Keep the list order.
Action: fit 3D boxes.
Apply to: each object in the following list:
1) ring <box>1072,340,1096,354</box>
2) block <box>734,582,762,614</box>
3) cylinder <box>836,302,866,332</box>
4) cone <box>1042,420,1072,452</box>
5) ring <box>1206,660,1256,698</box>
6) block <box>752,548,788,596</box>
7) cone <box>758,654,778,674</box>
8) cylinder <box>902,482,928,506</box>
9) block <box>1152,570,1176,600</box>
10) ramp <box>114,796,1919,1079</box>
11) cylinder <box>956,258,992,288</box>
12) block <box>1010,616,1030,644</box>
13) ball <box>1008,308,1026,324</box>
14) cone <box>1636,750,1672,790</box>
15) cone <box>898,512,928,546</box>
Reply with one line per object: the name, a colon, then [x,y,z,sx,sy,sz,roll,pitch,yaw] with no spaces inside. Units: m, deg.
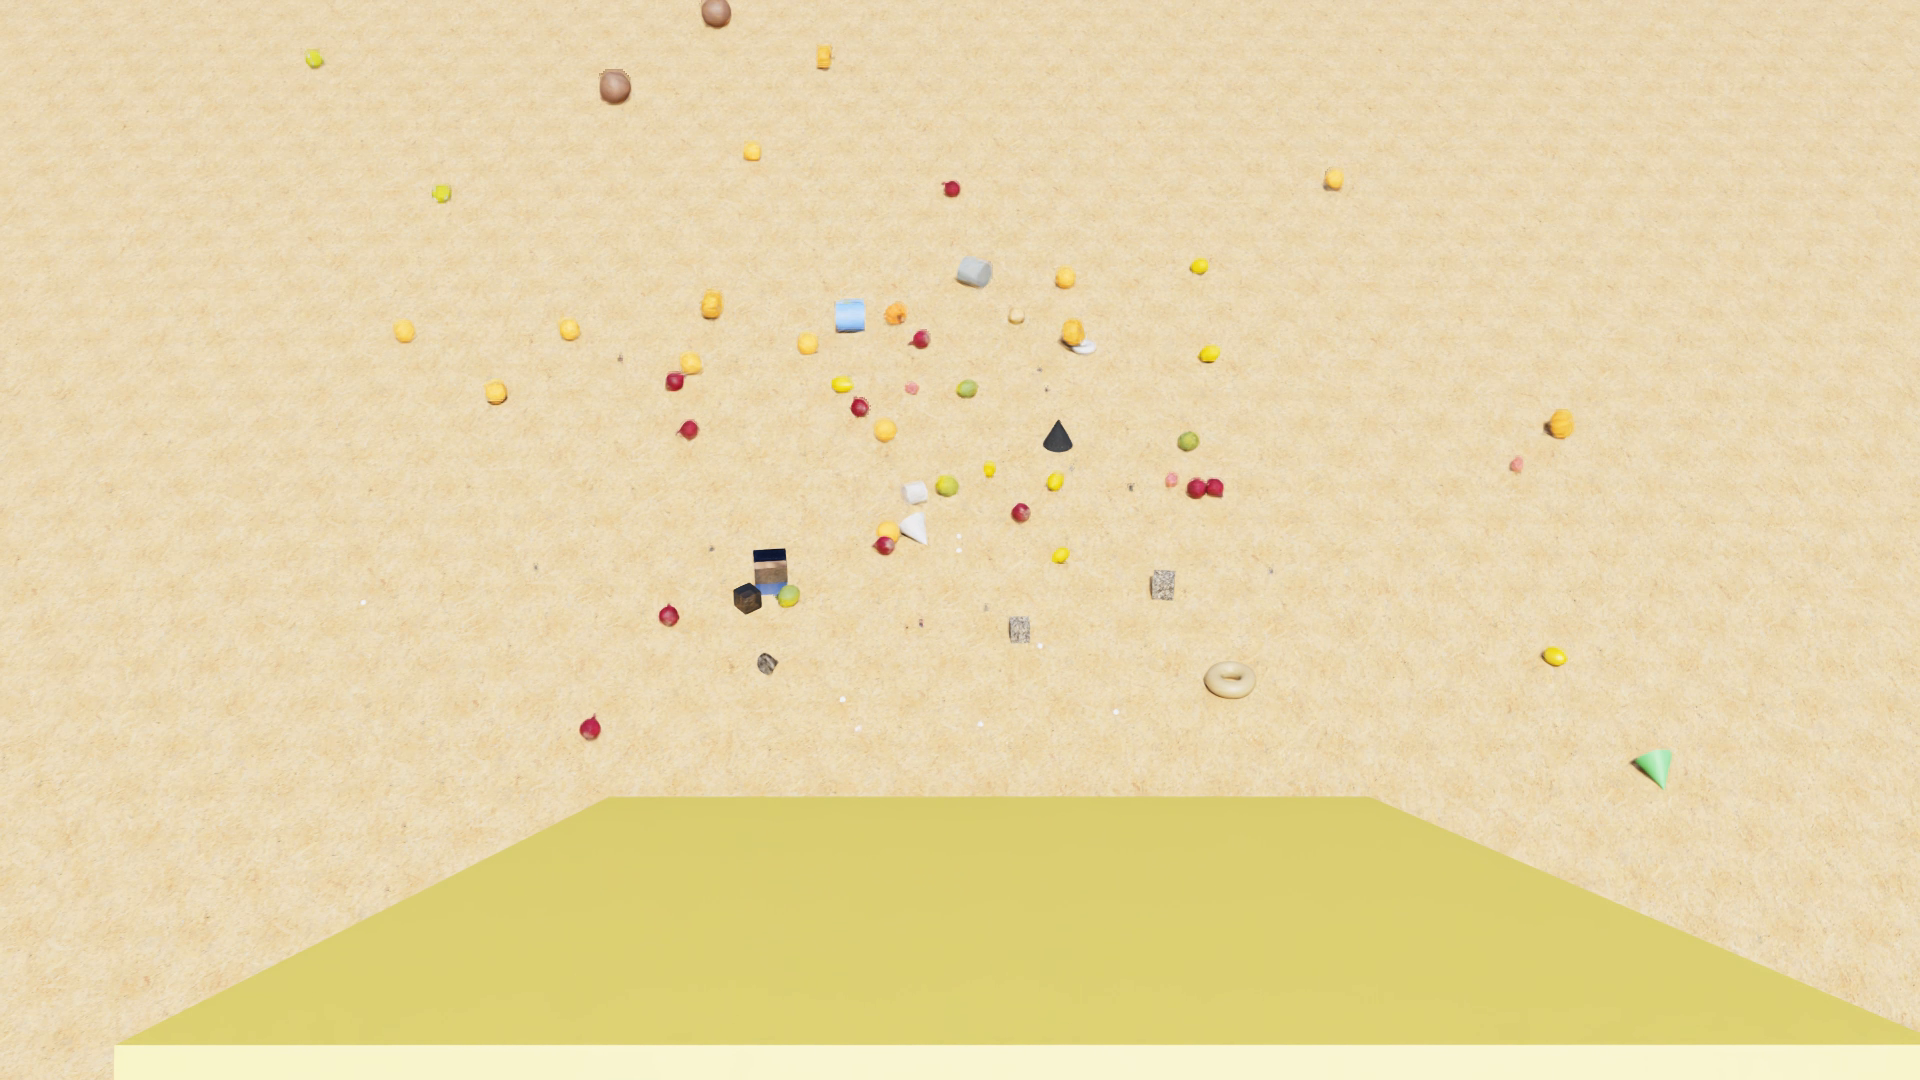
ring: [0.421,-0.658,8.858,0.081,0.027,0.081,2,33,-2]
block: [-0.625,0.172,7.640,0.059,0.059,0.059,-25,42,-31]
cylinder: [-0.378,-0.770,8.954,0.099,0.099,0.099,-2,35,-3]
cone: [0.316,-0.349,8.353,0.098,0.098,0.098,0,35,0]
ring: [0.765,0.394,7.333,0.145,0.048,0.145,1,34,-1]
block: [-0.563,0.095,7.718,0.098,0.098,0.098,-4,35,-5]
cone: [-0.536,0.351,7.412,0.061,0.061,0.061,24,15,30]
cylinder: [-0.141,-0.143,8.089,0.063,0.063,0.063,-12,37,-17]
block: [0.603,0.133,7.692,0.064,0.064,0.064,4,35,6]
ramp: [0.077,0.663,4.831,2.000,0.100,4.000,0,-2,0]
cylinder: [0.050,-0.948,9.217,0.090,0.090,0.090,19,39,25]
block: [0.173,0.260,7.518,0.056,0.056,0.056,-2,35,-3]
ball: [0.196,-0.779,9.003,0.058,0.058,0.058,0,35,0]
cone: [1.883,0.630,6.997,0.099,0.099,0.099,-6,62,-9]
cone: [-0.124,-0.018,7.927,0.097,0.097,0.097,-22,67,-28]
